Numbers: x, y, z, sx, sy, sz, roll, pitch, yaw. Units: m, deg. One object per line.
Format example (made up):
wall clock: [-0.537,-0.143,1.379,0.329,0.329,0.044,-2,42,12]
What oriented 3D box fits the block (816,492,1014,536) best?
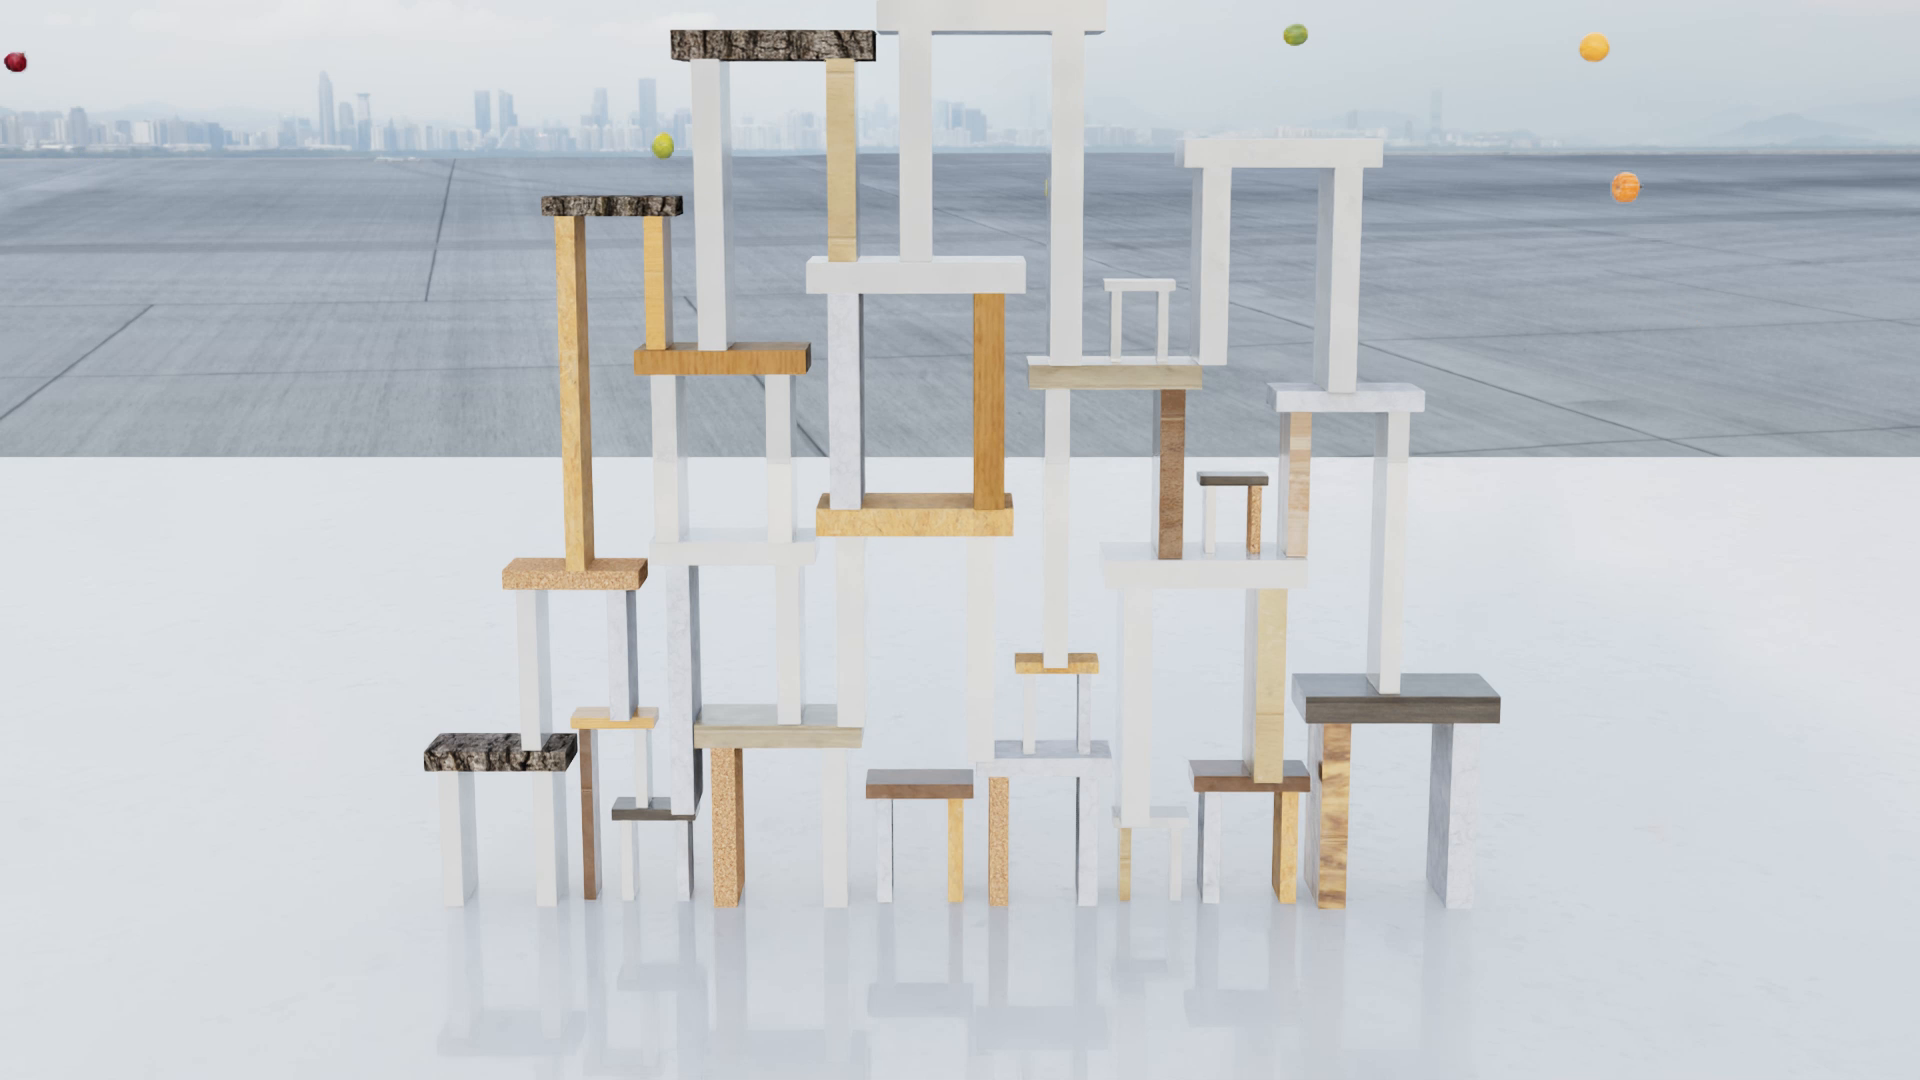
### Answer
block: [-0.071,-0.042,3.551,0.312,0.044,0.156,0,11,0]

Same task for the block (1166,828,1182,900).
block: [0.356,0.529,3.655,0.018,0.125,0.063,0,11,0]

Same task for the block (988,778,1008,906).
block: [0.064,0.483,3.645,0.031,0.220,0.110,0,11,0]

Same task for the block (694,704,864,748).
block: [-0.294,0.305,3.618,0.270,0.038,0.135,0,11,0]

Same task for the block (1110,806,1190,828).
block: [0.314,0.459,3.642,0.125,0.018,0.063,0,11,0]

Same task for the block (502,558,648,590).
block: [-0.623,0.054,3.571,0.218,0.031,0.109,0,11,0]

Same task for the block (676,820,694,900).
block: [-0.457,0.522,3.656,0.020,0.138,0.069,0,11,0]

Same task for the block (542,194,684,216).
block: [-0.545,-0.525,3.454,0.207,0.029,0.103,0,11,-1]

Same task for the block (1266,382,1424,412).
block: [0.615,-0.228,3.518,0.233,0.033,0.117,0,11,0]

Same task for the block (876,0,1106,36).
block: [0.047,-0.811,3.410,0.348,0.049,0.174,0,11,0]

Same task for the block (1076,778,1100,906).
block: [0.210,0.483,3.645,0.031,0.220,0.110,0,11,0]

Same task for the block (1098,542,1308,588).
block: [0.391,0.040,3.563,0.320,0.045,0.160,0,11,0]

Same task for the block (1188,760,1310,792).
block: [0.477,0.390,3.634,0.190,0.027,0.095,0,11,0]

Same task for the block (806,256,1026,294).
block: [-0.068,-0.420,3.479,0.339,0.048,0.170,0,11,0]

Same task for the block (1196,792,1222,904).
block: [0.414,0.496,3.654,0.027,0.190,0.095,0,11,0]

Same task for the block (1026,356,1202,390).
block: [0.243,-0.267,3.504,0.271,0.038,0.135,0,11,0]

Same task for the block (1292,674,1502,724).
block: [0.712,0.259,3.612,0.313,0.044,0.157,0,11,0]

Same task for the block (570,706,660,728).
block: [-0.567,0.293,3.618,0.135,0.019,0.067,0,11,0]

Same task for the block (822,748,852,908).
block: [-0.204,0.457,3.646,0.038,0.270,0.135,0,11,0]

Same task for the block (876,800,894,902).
block: [-0.125,0.502,3.657,0.025,0.176,0.088,0,11,0]

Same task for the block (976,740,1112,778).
block: [0.137,0.360,3.622,0.220,0.031,0.110,0,11,0]

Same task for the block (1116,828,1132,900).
block: [0.273,0.529,3.655,0.018,0.125,0.063,0,11,0]

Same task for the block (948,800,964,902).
block: [-0.007,0.502,3.657,0.025,0.176,0.088,0,11,0]

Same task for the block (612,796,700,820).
block: [-0.503,0.445,3.642,0.138,0.020,0.069,0,11,0]

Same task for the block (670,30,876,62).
block: [-0.286,-0.768,3.418,0.307,0.043,0.153,0,11,0]

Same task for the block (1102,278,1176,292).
block: [0.284,-0.405,3.486,0.112,0.016,0.056,0,11,0]

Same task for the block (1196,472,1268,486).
block: [0.439,-0.099,3.546,0.110,0.016,0.055,0,11,0]

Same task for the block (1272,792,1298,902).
block: [0.540,0.496,3.654,0.027,0.190,0.095,0,11,0]

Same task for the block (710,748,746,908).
block: [-0.384,0.457,3.646,0.038,0.270,0.135,0,11,0]

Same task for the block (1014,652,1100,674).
block: [0.158,0.202,3.596,0.135,0.019,0.068,0,11,0]

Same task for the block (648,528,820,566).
block: [-0.363,0.010,3.564,0.263,0.037,0.131,0,11,0]

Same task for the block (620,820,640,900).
block: [-0.549,0.522,3.656,0.020,0.138,0.069,0,11,0]

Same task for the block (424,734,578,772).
block: [-0.754,0.349,3.621,0.230,0.033,0.115,0,11,0]

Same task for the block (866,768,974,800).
block: [-0.066,0.403,3.639,0.176,0.025,0.088,0,11,0]

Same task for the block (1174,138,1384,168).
block: [0.496,-0.607,3.446,0.304,0.043,0.152,0,11,0]

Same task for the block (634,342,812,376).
block: [-0.375,-0.290,3.503,0.268,0.038,0.134,0,11,0]
